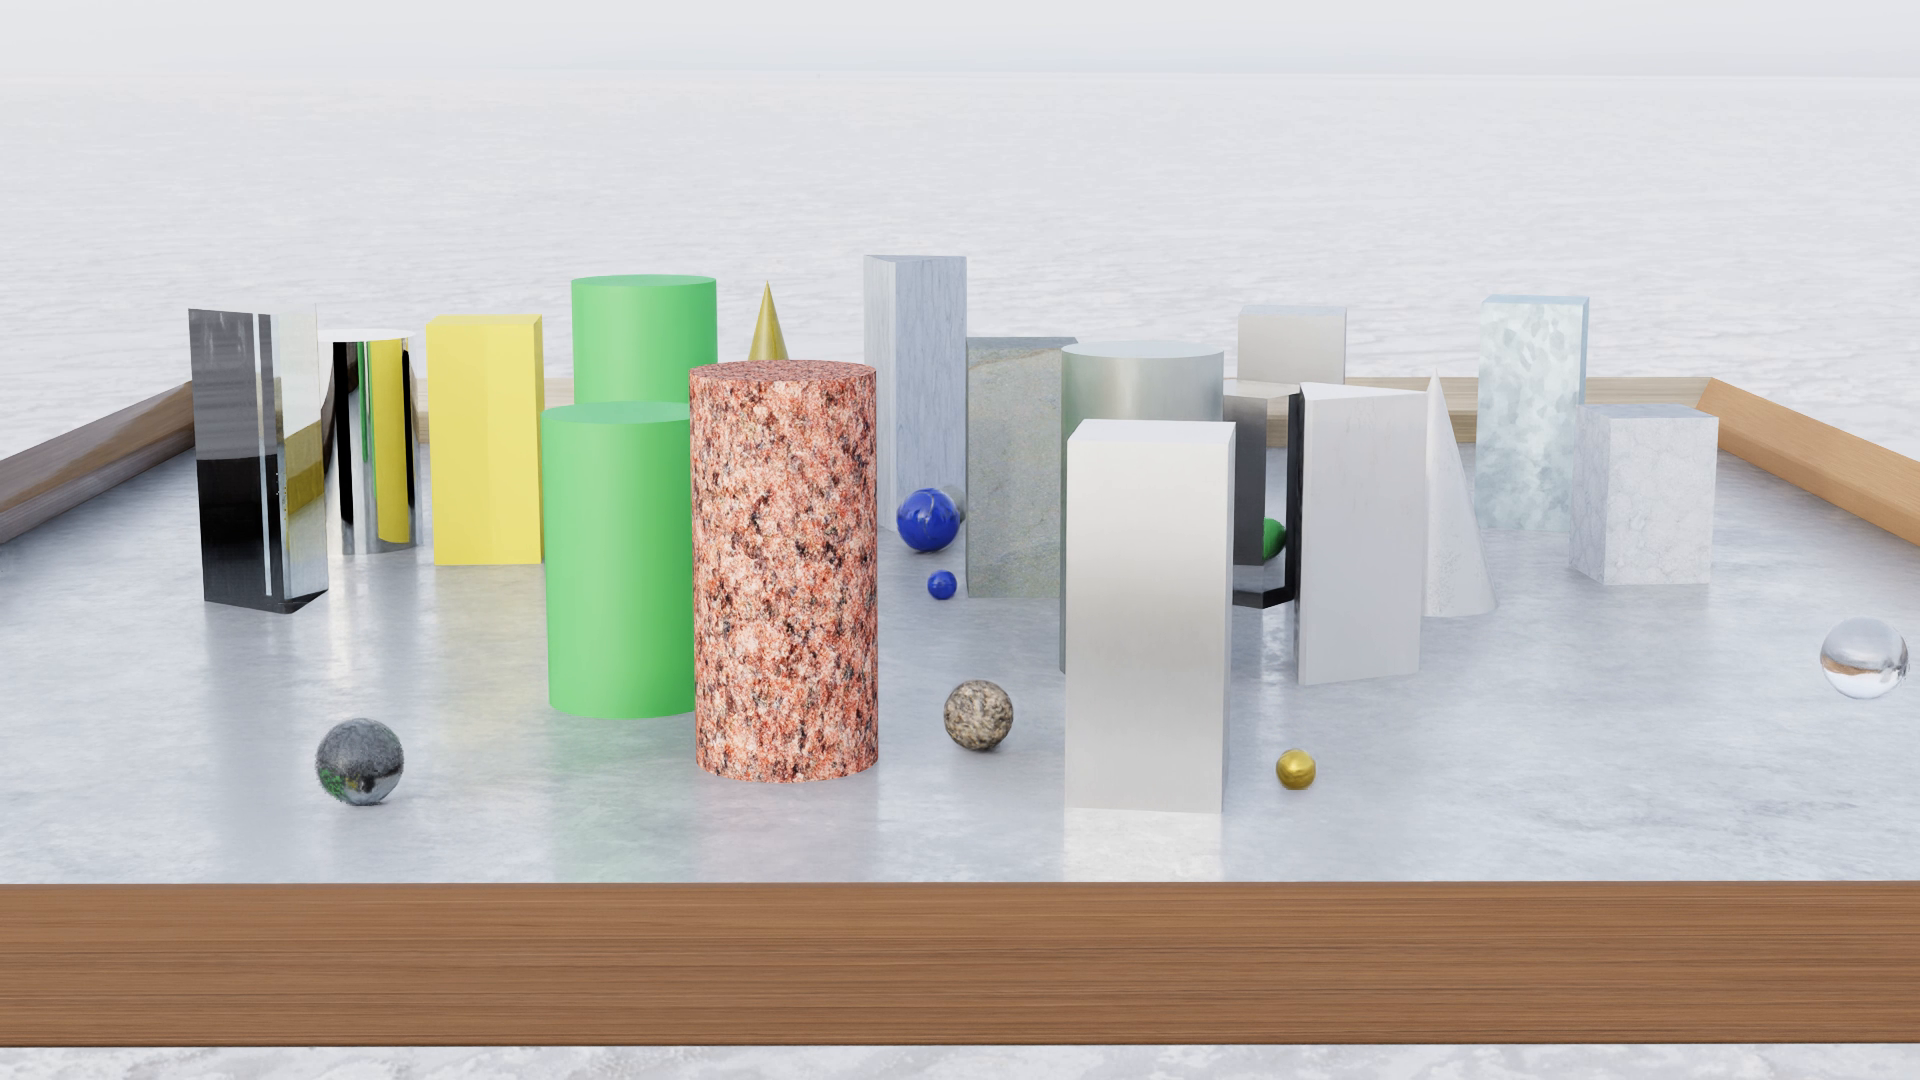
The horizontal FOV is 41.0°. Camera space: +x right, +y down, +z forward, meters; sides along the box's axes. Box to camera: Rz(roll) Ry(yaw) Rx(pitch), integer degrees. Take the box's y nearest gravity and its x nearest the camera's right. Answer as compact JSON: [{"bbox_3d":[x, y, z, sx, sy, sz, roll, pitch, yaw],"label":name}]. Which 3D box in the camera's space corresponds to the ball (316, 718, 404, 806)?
[{"bbox_3d":[-0.597,0.220,2.551,0.087,0.087,0.087,0,11,0],"label":"ball"}]

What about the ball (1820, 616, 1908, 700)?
[{"bbox_3d":[1.047,0.137,2.971,0.097,0.097,0.097,0,11,0],"label":"ball"}]

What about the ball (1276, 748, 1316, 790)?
[{"bbox_3d":[0.342,0.233,2.608,0.041,0.041,0.041,0,11,0],"label":"ball"}]

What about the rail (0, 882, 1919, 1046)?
[{"bbox_3d":[0.009,0.313,1.938,2.940,0.126,0.045,0,11,0],"label":"rail"}]

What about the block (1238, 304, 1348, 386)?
[{"bbox_3d":[0.498,-0.164,3.861,0.155,0.363,0.155,2,11,9],"label":"block"}]

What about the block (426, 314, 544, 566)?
[{"bbox_3d":[-0.702,-0.152,3.823,0.155,0.354,0.155,-1,11,-4],"label":"block"}]

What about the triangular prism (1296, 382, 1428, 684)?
[{"bbox_3d":[0.452,-0.014,3.115,0.168,0.341,0.145,-5,12,-24],"label":"triangular prism"}]

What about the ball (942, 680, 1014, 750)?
[{"bbox_3d":[0.019,0.188,2.755,0.076,0.076,0.076,0,11,0],"label":"ball"}]

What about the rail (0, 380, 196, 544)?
[{"bbox_3d":[-1.446,0.034,3.441,0.045,0.126,3.121,0,11,0],"label":"rail"}]

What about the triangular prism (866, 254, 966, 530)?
[{"bbox_3d":[-0.100,-0.242,4.120,0.145,0.423,0.168,10,14,43],"label":"triangular prism"}]

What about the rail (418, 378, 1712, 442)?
[{"bbox_3d":[-0.009,-0.248,4.960,2.940,0.126,0.045,0,11,0],"label":"rail"}]

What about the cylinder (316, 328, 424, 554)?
[{"bbox_3d":[-0.923,-0.153,3.917,0.193,0.321,0.193,0,11,0],"label":"cylinder"}]

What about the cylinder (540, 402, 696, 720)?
[{"bbox_3d":[-0.380,0.019,2.952,0.193,0.335,0.193,0,11,0],"label":"cylinder"}]

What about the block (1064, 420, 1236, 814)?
[{"bbox_3d":[0.192,0.073,2.575,0.155,0.367,0.155,2,11,8],"label":"block"}]

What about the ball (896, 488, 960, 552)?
[{"bbox_3d":[-0.048,-0.030,3.869,0.097,0.097,0.097,0,11,0],"label":"ball"}]

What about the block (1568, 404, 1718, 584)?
[{"bbox_3d":[0.981,-0.068,3.691,0.155,0.237,0.155,-1,11,-5],"label":"block"}]

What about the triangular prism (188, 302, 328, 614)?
[{"bbox_3d":[-0.929,-0.118,3.506,0.168,0.402,0.145,7,13,33],"label":"triangular prism"}]

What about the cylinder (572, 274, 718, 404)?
[{"bbox_3d":[-0.423,-0.132,3.476,0.193,0.440,0.193,0,11,0],"label":"cylinder"}]

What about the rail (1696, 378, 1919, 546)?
[{"bbox_3d":[1.446,0.031,3.457,0.045,0.126,3.121,0,11,0],"label":"rail"}]

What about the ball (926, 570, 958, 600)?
[{"bbox_3d":[-0.025,0.061,3.531,0.042,0.042,0.042,0,11,0],"label":"ball"}]

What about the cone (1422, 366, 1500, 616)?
[{"bbox_3d":[0.641,-0.076,3.488,0.193,0.326,0.193,0,11,0],"label":"cone"}]

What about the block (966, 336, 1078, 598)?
[{"bbox_3d":[0.087,-0.104,3.587,0.155,0.345,0.155,0,11,-1],"label":"block"}]

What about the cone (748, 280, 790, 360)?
[{"bbox_3d":[-0.324,-0.257,4.344,0.193,0.370,0.193,0,11,0],"label":"cone"}]

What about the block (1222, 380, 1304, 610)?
[{"bbox_3d":[0.397,-0.067,3.549,0.155,0.287,0.155,8,13,38],"label":"block"}]

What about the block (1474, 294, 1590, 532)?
[{"bbox_3d":[0.913,-0.205,4.100,0.155,0.358,0.155,3,11,17],"label":"block"}]

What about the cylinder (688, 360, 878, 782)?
[{"bbox_3d":[-0.183,0.028,2.689,0.193,0.414,0.193,0,11,0],"label":"cylinder"}]

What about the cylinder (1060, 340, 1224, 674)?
[{"bbox_3d":[0.218,-0.036,3.095,0.193,0.391,0.193,0,11,0],"label":"cylinder"}]

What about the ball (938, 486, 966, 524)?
[{"bbox_3d":[-0.016,-0.054,4.083,0.066,0.066,0.066,0,11,0],"label":"ball"}]
